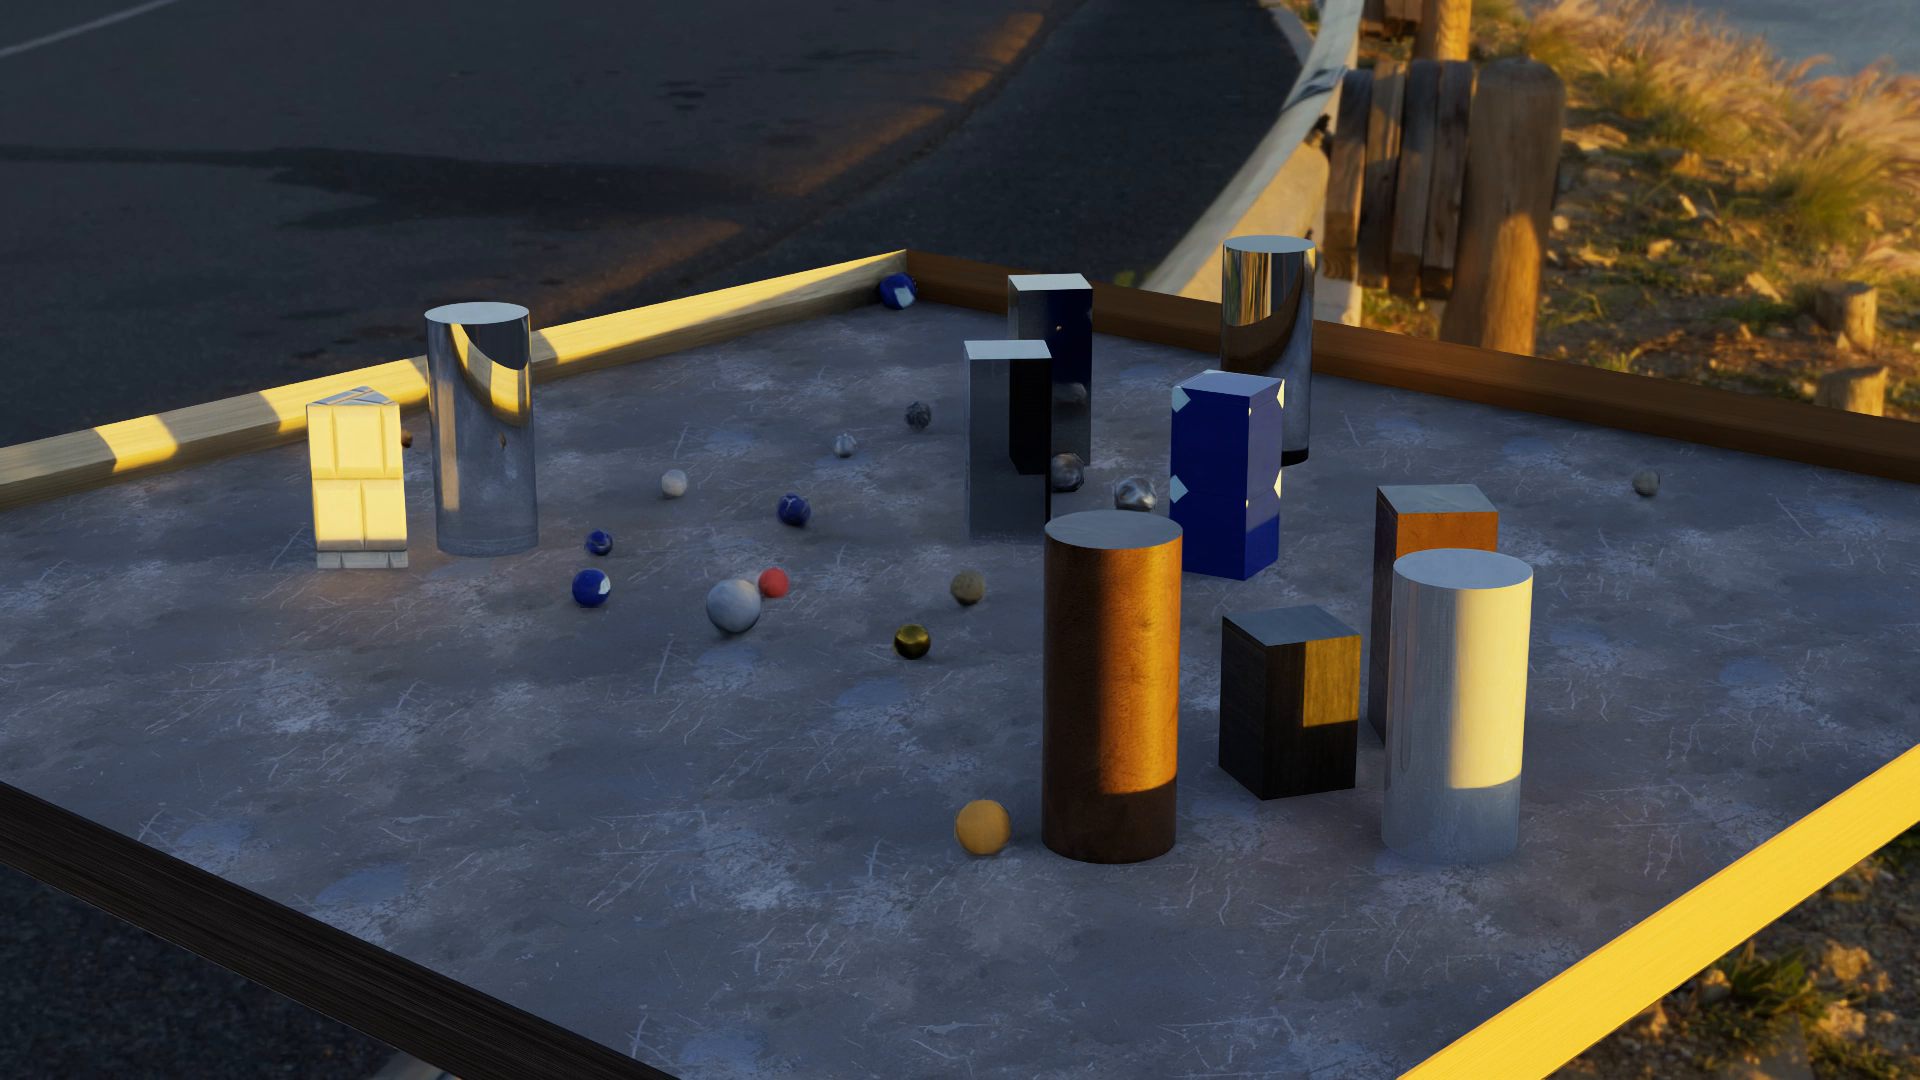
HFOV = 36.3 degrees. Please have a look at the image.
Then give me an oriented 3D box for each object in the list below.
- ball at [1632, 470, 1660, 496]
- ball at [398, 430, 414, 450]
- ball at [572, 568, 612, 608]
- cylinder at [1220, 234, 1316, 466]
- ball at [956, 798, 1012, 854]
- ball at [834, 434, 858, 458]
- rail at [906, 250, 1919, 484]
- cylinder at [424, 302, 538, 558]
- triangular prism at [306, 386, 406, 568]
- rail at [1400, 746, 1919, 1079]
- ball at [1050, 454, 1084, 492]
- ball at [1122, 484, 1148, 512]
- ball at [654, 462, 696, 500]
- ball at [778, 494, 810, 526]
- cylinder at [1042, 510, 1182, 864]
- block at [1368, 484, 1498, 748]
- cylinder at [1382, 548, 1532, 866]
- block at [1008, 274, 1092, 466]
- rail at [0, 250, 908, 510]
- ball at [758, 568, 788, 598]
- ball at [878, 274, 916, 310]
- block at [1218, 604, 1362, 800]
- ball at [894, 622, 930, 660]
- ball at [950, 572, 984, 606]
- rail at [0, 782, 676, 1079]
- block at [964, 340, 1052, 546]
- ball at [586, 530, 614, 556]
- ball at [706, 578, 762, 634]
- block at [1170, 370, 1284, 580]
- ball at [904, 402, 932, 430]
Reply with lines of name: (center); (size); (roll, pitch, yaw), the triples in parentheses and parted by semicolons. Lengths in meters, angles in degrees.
ball: (1.336, -0.111, 5.713); (0.051, 0.051, 0.051); (0, 17, 0)
ball: (-1.149, -0.207, 6.046); (0.042, 0.042, 0.042); (0, 17, 0)
ball: (-0.634, 0.082, 5.045); (0.068, 0.068, 0.068); (0, 17, 0)
cylinder: (0.621, -0.384, 5.943); (0.186, 0.439, 0.186); (0, 17, 0)
ball: (0.032, 0.392, 4.006); (0.076, 0.076, 0.076); (0, 17, 0)
ball: (-0.234, -0.191, 5.983); (0.047, 0.047, 0.047); (0, 17, 0)
rail: (1.142, -0.351, 6.380); (3.428, 0.121, 0.045); (14, 22, 39)
cylinder: (-0.871, -0.202, 5.351); (0.186, 0.434, 0.186); (0, 17, 0)
triangular prism: (-1.077, -0.115, 5.293); (0.161, 0.301, 0.140); (0, 17, -2)
rail: (1.277, 0.351, 4.060); (0.045, 0.121, 3.531); (14, 22, 39)
ball: (0.205, -0.132, 5.742); (0.073, 0.073, 0.073); (0, 17, 0)
ball: (0.332, -0.081, 5.560); (0.052, 0.052, 0.052); (0, 17, 0)
ball: (-0.555, -0.111, 5.709); (0.081, 0.081, 0.081); (0, 17, 0)
ball: (-0.311, -0.055, 5.511); (0.061, 0.061, 0.061); (0, 17, 0)
cylinder: (0.206, 0.199, 4.002); (0.186, 0.447, 0.186); (0, 17, 0)
block: (0.709, 0.116, 4.410); (0.149, 0.371, 0.149); (-1, 17, -4)
cylinder: (0.678, 0.226, 4.006); (0.186, 0.393, 0.186); (0, 17, 0)
block: (0.180, -0.343, 5.938); (0.149, 0.365, 0.149); (-2, 17, -7)
rail: (-1.277, -0.291, 6.182); (0.045, 0.121, 3.531); (14, 22, 39)
ball: (-0.325, 0.075, 5.096); (0.052, 0.052, 0.052); (0, 17, 0)
ball: (-0.157, -0.620, 7.321); (0.093, 0.093, 0.093); (0, 17, 0)
block: (0.477, 0.234, 4.255); (0.149, 0.234, 0.149); (-6, 18, -19)
ball: (-0.078, 0.165, 4.786); (0.059, 0.059, 0.059); (0, 17, 0)
ball: (0.013, 0.083, 5.057); (0.059, 0.059, 0.059); (0, 17, 0)
rail: (-1.142, 0.411, 3.862); (3.428, 0.121, 0.045); (14, 22, 39)
block: (0.087, -0.180, 5.418); (0.149, 0.353, 0.149); (-1, 17, -4)
ball: (-0.655, 0.005, 5.331); (0.049, 0.049, 0.049); (0, 17, 0)
ball: (-0.378, 0.111, 4.908); (0.092, 0.092, 0.092); (0, 17, 0)
block: (0.475, -0.118, 5.241); (0.149, 0.336, 0.149); (9, 19, 28)
ball: (-0.089, -0.264, 6.205); (0.058, 0.058, 0.058); (0, 17, 0)
